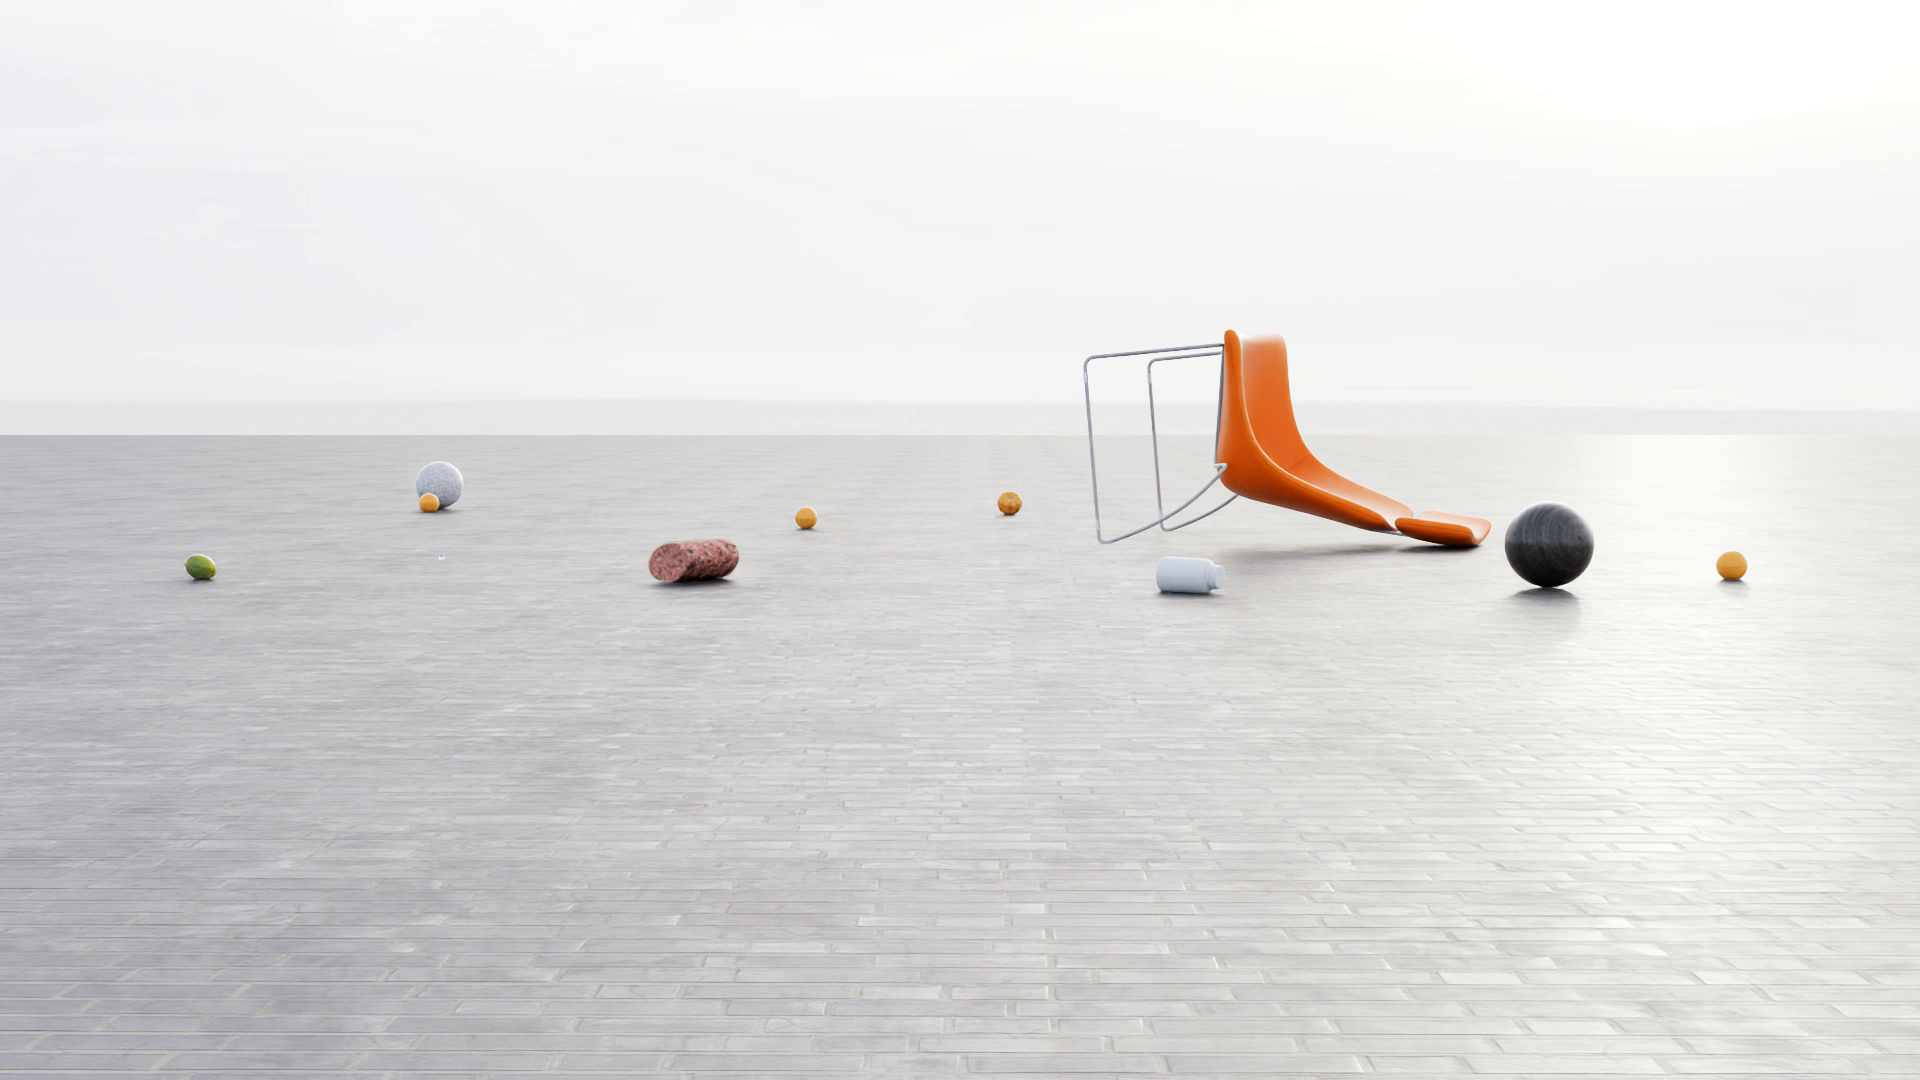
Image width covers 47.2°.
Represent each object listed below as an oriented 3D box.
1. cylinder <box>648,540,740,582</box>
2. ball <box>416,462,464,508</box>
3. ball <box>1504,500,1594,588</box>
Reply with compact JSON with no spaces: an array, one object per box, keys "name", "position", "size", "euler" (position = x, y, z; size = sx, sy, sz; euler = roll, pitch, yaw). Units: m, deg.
[{"name":"cylinder","position":[-0.625,0.049,5.168],"size":[0.138,0.088,0.163],"euler":[-14,-6,40]},{"name":"ball","position":[-1.957,-0.207,8.268],"size":[0.177,0.177,0.177],"euler":[0,4,0]},{"name":"ball","position":[1.331,0.010,4.968],"size":[0.197,0.197,0.197],"euler":[0,4,0]}]
